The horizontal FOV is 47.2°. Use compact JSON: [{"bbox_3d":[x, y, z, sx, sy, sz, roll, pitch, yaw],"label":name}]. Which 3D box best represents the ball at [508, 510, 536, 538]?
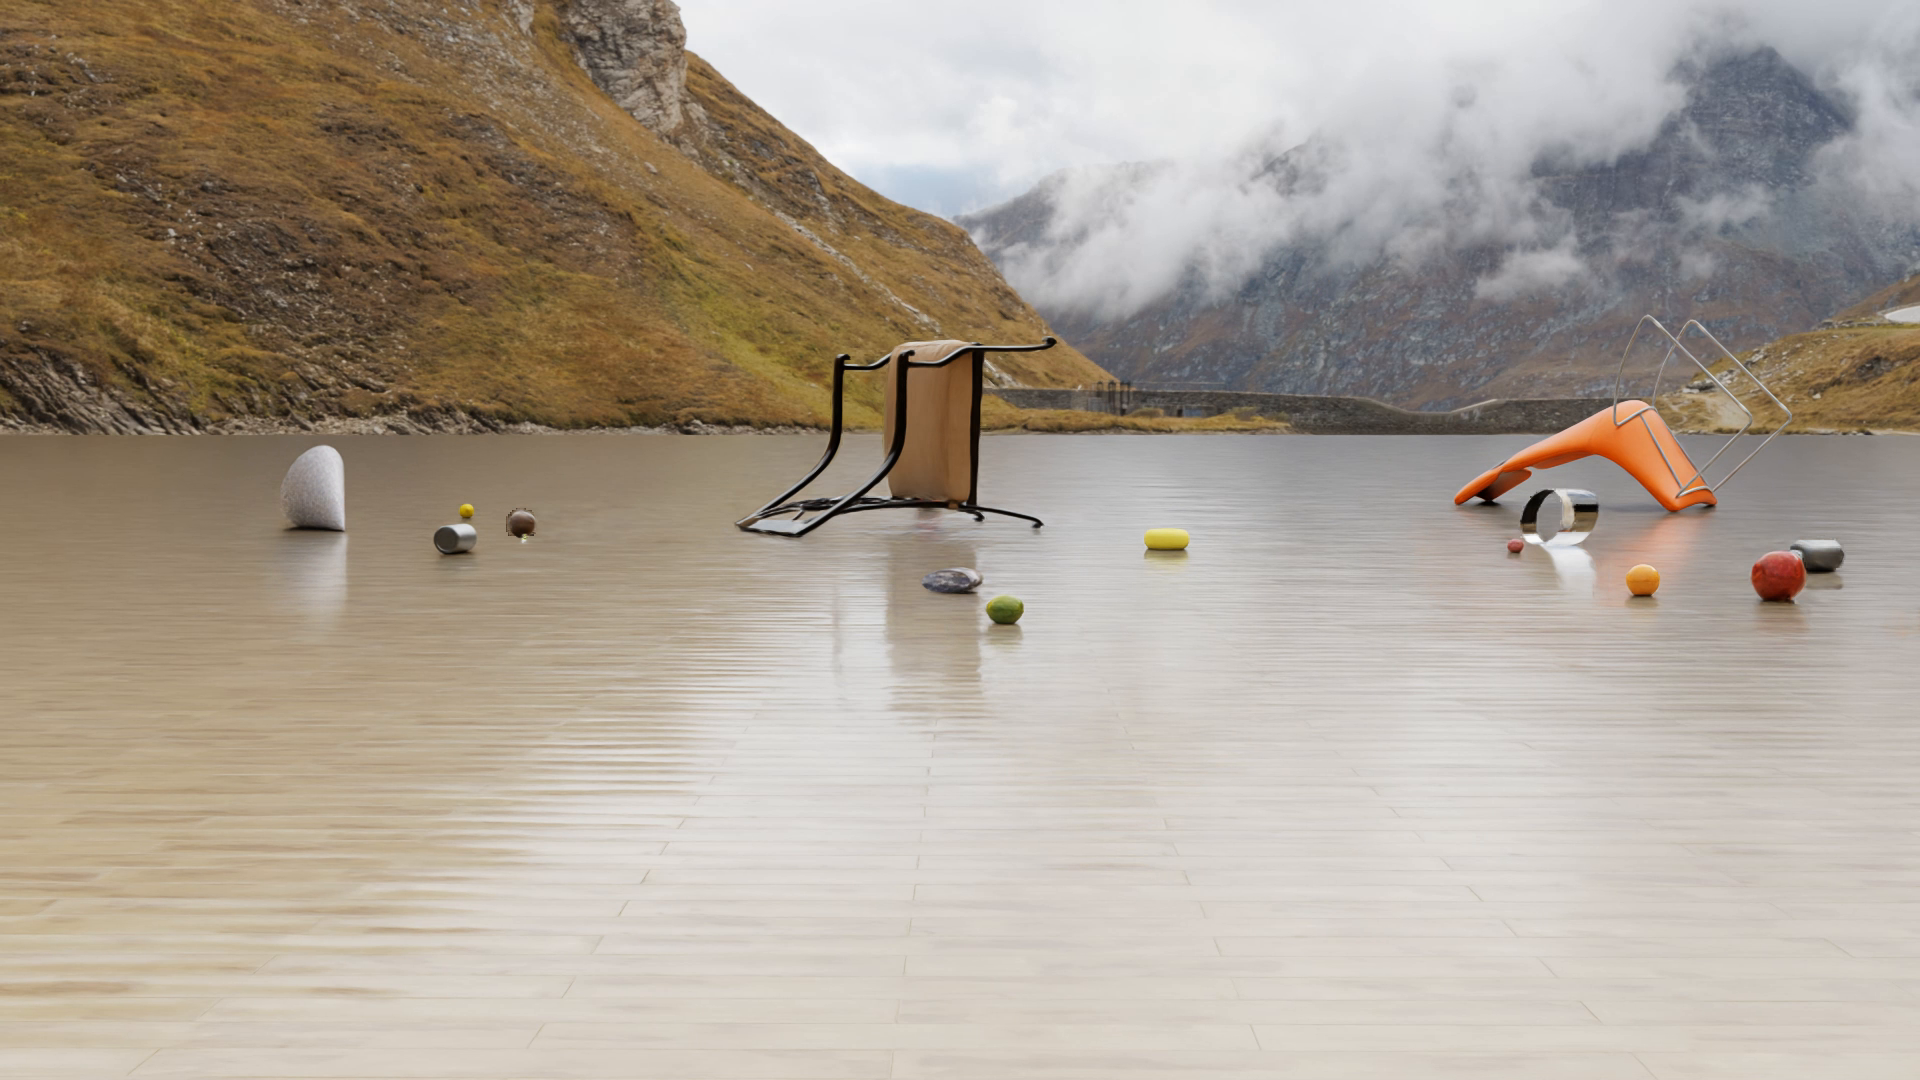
[{"bbox_3d":[-1.320,-0.047,6.623,0.083,0.083,0.083,0,4,0],"label":"ball"}]

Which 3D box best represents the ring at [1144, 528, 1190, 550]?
[{"bbox_3d":[0.582,-0.002,6.196,0.117,0.054,0.150,-4,4,-27],"label":"ring"}]

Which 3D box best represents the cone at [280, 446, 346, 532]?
[{"bbox_3d":[-2.021,-0.101,7.036,0.203,0.300,0.294,8,25,-43],"label":"cone"}]

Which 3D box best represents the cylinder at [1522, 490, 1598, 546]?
[{"bbox_3d":[1.720,-0.065,6.314,0.112,0.149,0.224,-1,-18,-19],"label":"cylinder"}]
